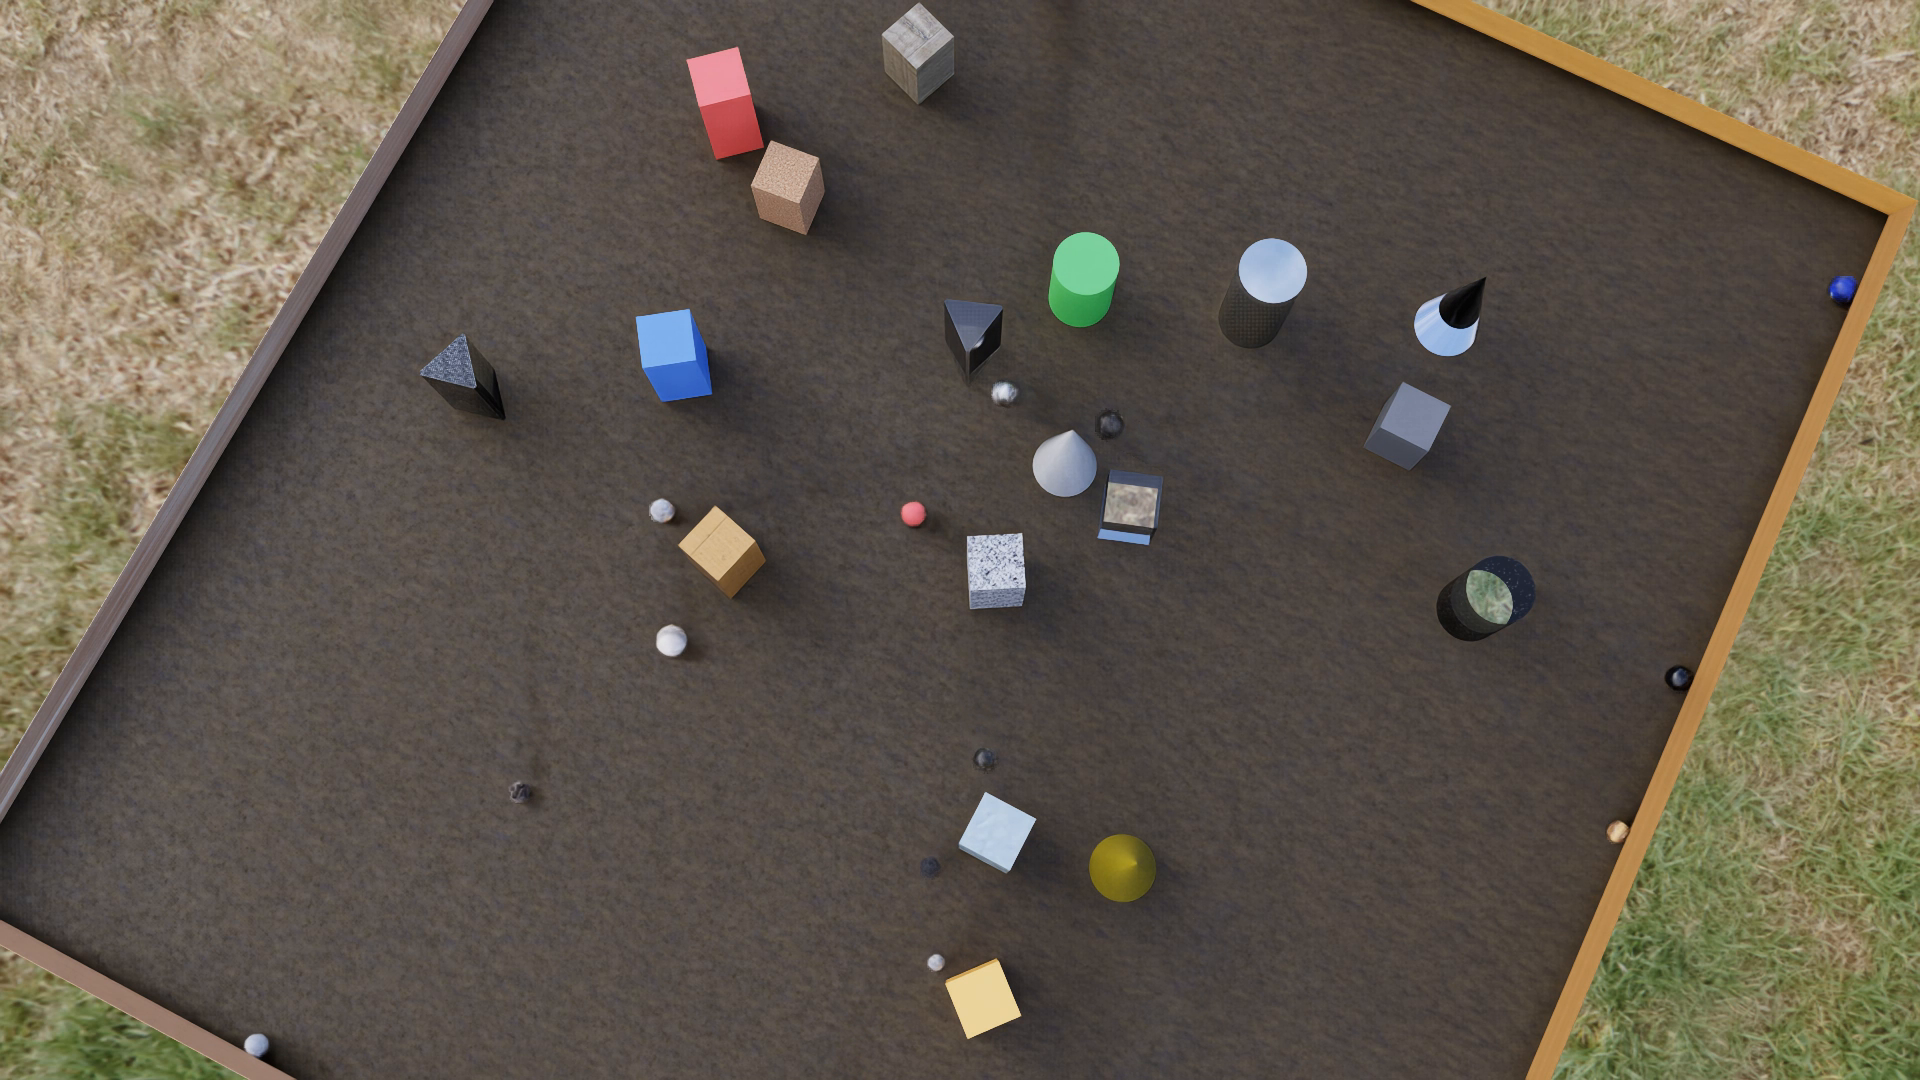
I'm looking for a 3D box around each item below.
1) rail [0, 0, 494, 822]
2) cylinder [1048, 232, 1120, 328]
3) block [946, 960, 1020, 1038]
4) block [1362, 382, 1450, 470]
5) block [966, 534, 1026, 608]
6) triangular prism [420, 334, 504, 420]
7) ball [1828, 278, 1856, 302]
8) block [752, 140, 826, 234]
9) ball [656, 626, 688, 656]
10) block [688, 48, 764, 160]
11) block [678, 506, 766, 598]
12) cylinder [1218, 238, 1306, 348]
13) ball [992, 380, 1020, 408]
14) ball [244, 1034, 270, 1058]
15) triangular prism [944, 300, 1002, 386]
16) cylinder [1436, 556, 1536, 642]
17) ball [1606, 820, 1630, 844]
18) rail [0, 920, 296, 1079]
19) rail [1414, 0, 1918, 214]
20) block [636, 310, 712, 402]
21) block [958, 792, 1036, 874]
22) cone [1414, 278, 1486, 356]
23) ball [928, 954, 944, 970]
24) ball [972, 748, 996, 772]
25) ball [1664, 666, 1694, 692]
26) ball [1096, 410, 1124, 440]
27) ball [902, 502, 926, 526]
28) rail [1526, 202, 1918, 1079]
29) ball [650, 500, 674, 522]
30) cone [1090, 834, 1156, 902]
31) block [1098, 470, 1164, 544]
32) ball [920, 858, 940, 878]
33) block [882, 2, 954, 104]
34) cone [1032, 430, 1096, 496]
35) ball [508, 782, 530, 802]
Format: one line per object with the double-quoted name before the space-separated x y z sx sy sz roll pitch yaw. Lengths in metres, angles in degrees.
"rail" -1.938 -0.942 5.745 0.045 0.129 4.587 26 80 5
"cylinder" 0.378 -0.796 5.627 0.198 0.302 0.198 0 78 0
"block" 0.064 1.293 5.182 0.159 0.326 0.159 -22 79 -4
"block" 1.355 -0.343 5.566 0.159 0.238 0.159 28 80 5
"block" 0.105 0.095 5.433 0.159 0.320 0.159 -3 78 -1
"triangular prism" -1.478 -0.501 5.542 0.172 0.350 0.149 15 79 3
"ball" 2.764 -0.782 5.739 0.078 0.078 0.078 0 78 0
"block" -0.533 -1.095 5.709 0.159 0.262 0.159 21 79 4
"ball" -0.867 0.303 5.506 0.094 0.094 0.094 0 78 0
"block" -0.726 -1.353 5.699 0.159 0.387 0.159 -15 79 -3
"block" -0.704 0.040 5.454 0.159 0.302 0.159 41 81 8
"cylinder" 0.912 -0.741 5.549 0.198 0.432 0.198 0 78 0
"ball" 0.145 -0.452 5.666 0.086 0.086 0.086 0 78 0
"ball" -2.027 1.457 5.280 0.068 0.068 0.068 0 78 0
"triangular prism" 0.015 -0.625 5.560 0.149 0.364 0.172 36 81 7
"cylinder" 1.548 0.176 5.408 0.198 0.336 0.198 0 78 0
"ball" 1.943 0.861 5.405 0.065 0.065 0.065 0 78 0
"rail" -1.015 1.995 5.137 4.380 0.129 0.045 26 80 5
"rail" 1.015 -1.981 5.960 4.380 0.129 0.045 26 80 5
"block" -0.862 -0.555 5.549 0.159 0.357 0.159 -9 78 -2
"block" 0.104 0.843 5.250 0.159 0.377 0.159 27 80 5
"cone" 1.527 -0.718 5.535 0.198 0.452 0.198 0 78 0
"ball" -0.068 1.230 5.338 0.047 0.047 0.047 0 78 0
"ball" 0.073 0.653 5.446 0.070 0.070 0.070 0 78 0
"ball" 2.154 0.416 5.490 0.079 0.079 0.079 0 78 0
"ball" 0.462 -0.354 5.646 0.087 0.087 0.087 0 78 0
"ball" -0.141 -0.079 5.595 0.075 0.075 0.075 0 78 0
"rail" 1.938 0.956 5.352 0.045 0.129 4.587 26 80 5
"ball" -0.909 -0.090 5.599 0.071 0.071 0.071 0 78 0
"cone" 0.481 0.923 5.194 0.198 0.453 0.198 0 78 0
"block" 0.511 -0.097 5.513 0.159 0.243 0.159 8 78 2
"ball" -0.089 0.963 5.387 0.059 0.059 0.059 0 78 0
"block" -0.131 -1.538 5.804 0.159 0.256 0.159 -43 81 -8
"cone" 0.324 -0.274 5.456 0.198 0.426 0.198 0 78 0
"ball" -1.307 0.745 5.431 0.061 0.061 0.061 0 78 0
